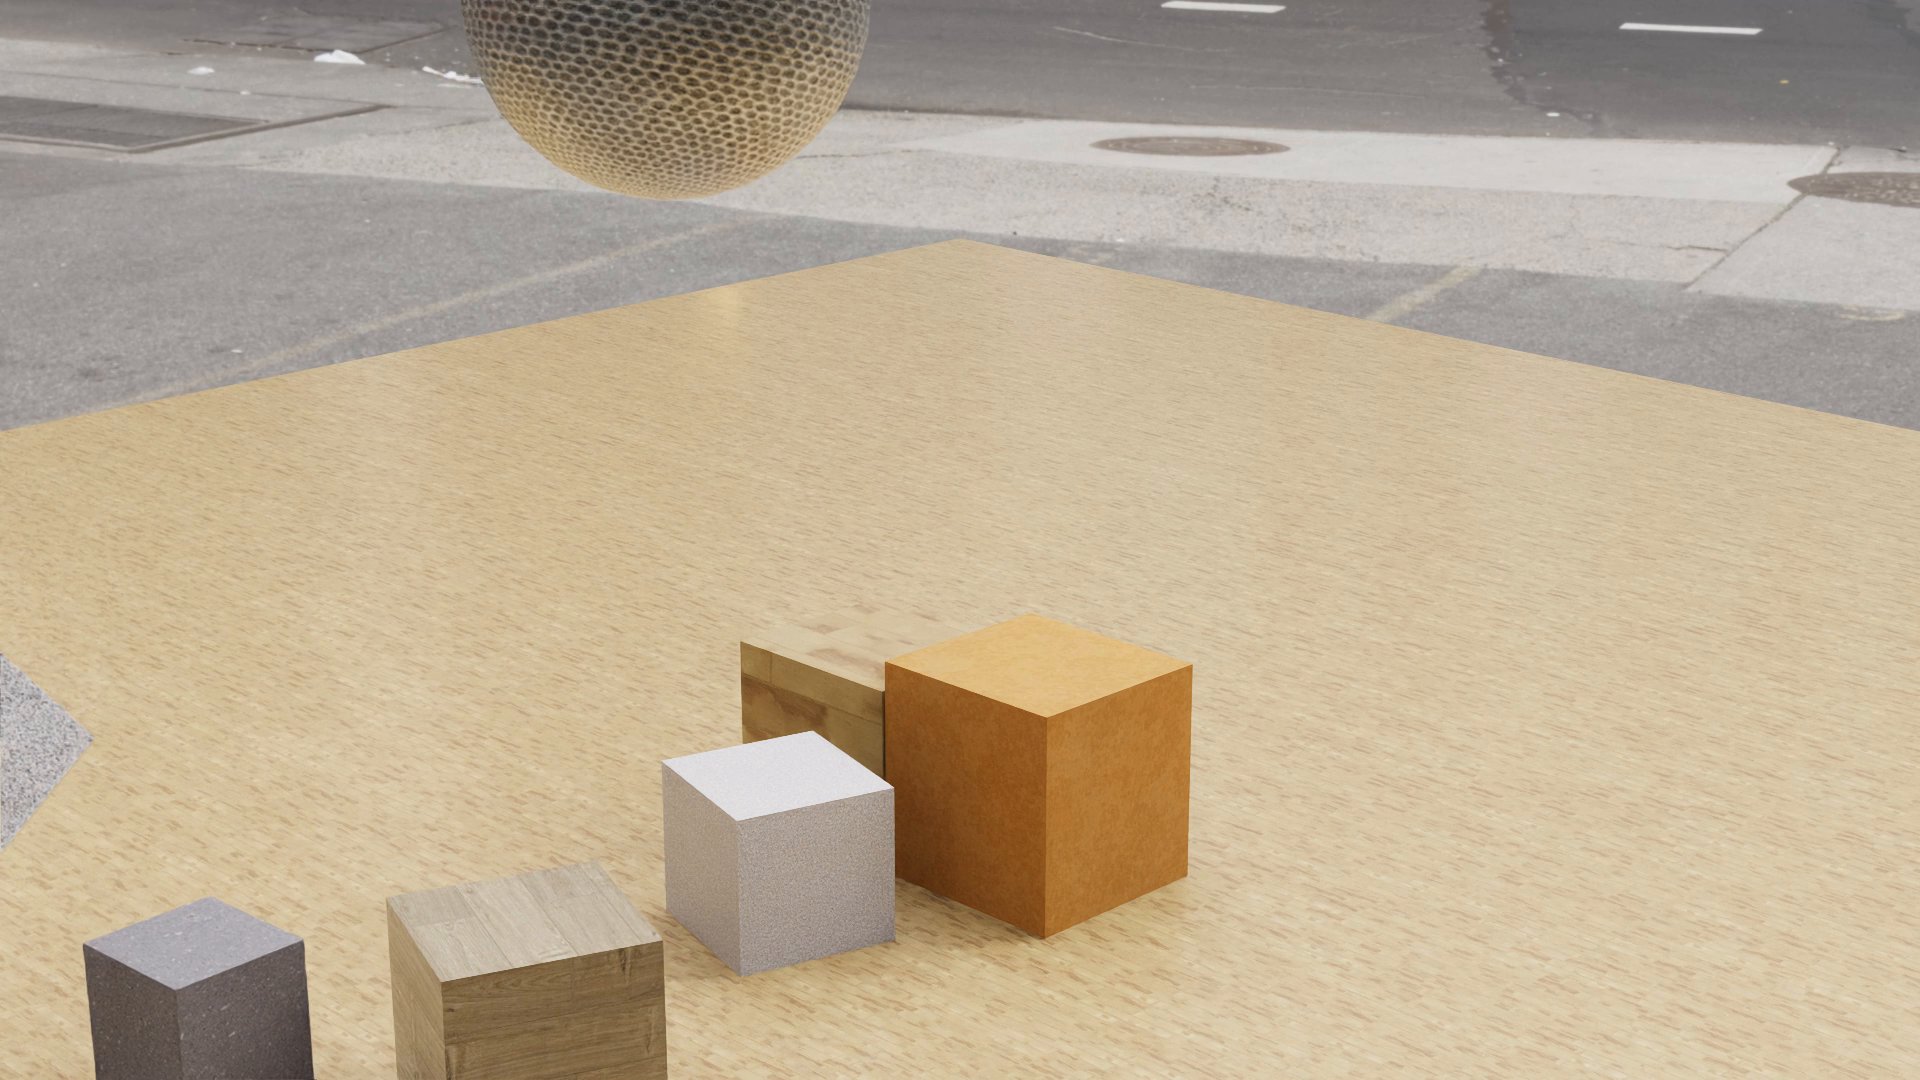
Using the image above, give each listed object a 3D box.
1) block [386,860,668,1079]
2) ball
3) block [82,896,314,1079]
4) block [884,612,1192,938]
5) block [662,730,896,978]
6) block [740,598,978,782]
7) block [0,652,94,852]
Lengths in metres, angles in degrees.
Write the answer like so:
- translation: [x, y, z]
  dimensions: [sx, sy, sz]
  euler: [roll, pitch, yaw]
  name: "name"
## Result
- translation: [-1.670, 1.811, 11.300]
  dimensions: [0.851, 0.770, 0.815]
  euler: [-8, 19, -23]
  name: "block"
- translation: [-1.146, -2.133, 11.470]
  dimensions: [1.600, 1.600, 1.600]
  euler: [0, 17, 0]
  name: "ball"
- translation: [-2.921, 1.859, 11.278]
  dimensions: [0.608, 0.691, 0.575]
  euler: [15, 23, 39]
  name: "block"
- translation: [0.352, 1.042, 13.309]
  dimensions: [0.951, 1.031, 1.003]
  euler: [-17, 24, -42]
  name: "block"
- translation: [-0.796, 1.358, 12.829]
  dimensions: [0.744, 0.717, 0.776]
  euler: [-10, 20, -28]
  name: "block"
- translation: [-0.372, 0.906, 13.987]
  dimensions: [0.916, 0.885, 0.974]
  euler: [-17, 24, -42]
  name: "block"
- translation: [-3.874, 0.842, 10.825]
  dimensions: [0.800, 0.792, 0.691]
  euler: [-34, 18, 32]
  name: "block"
